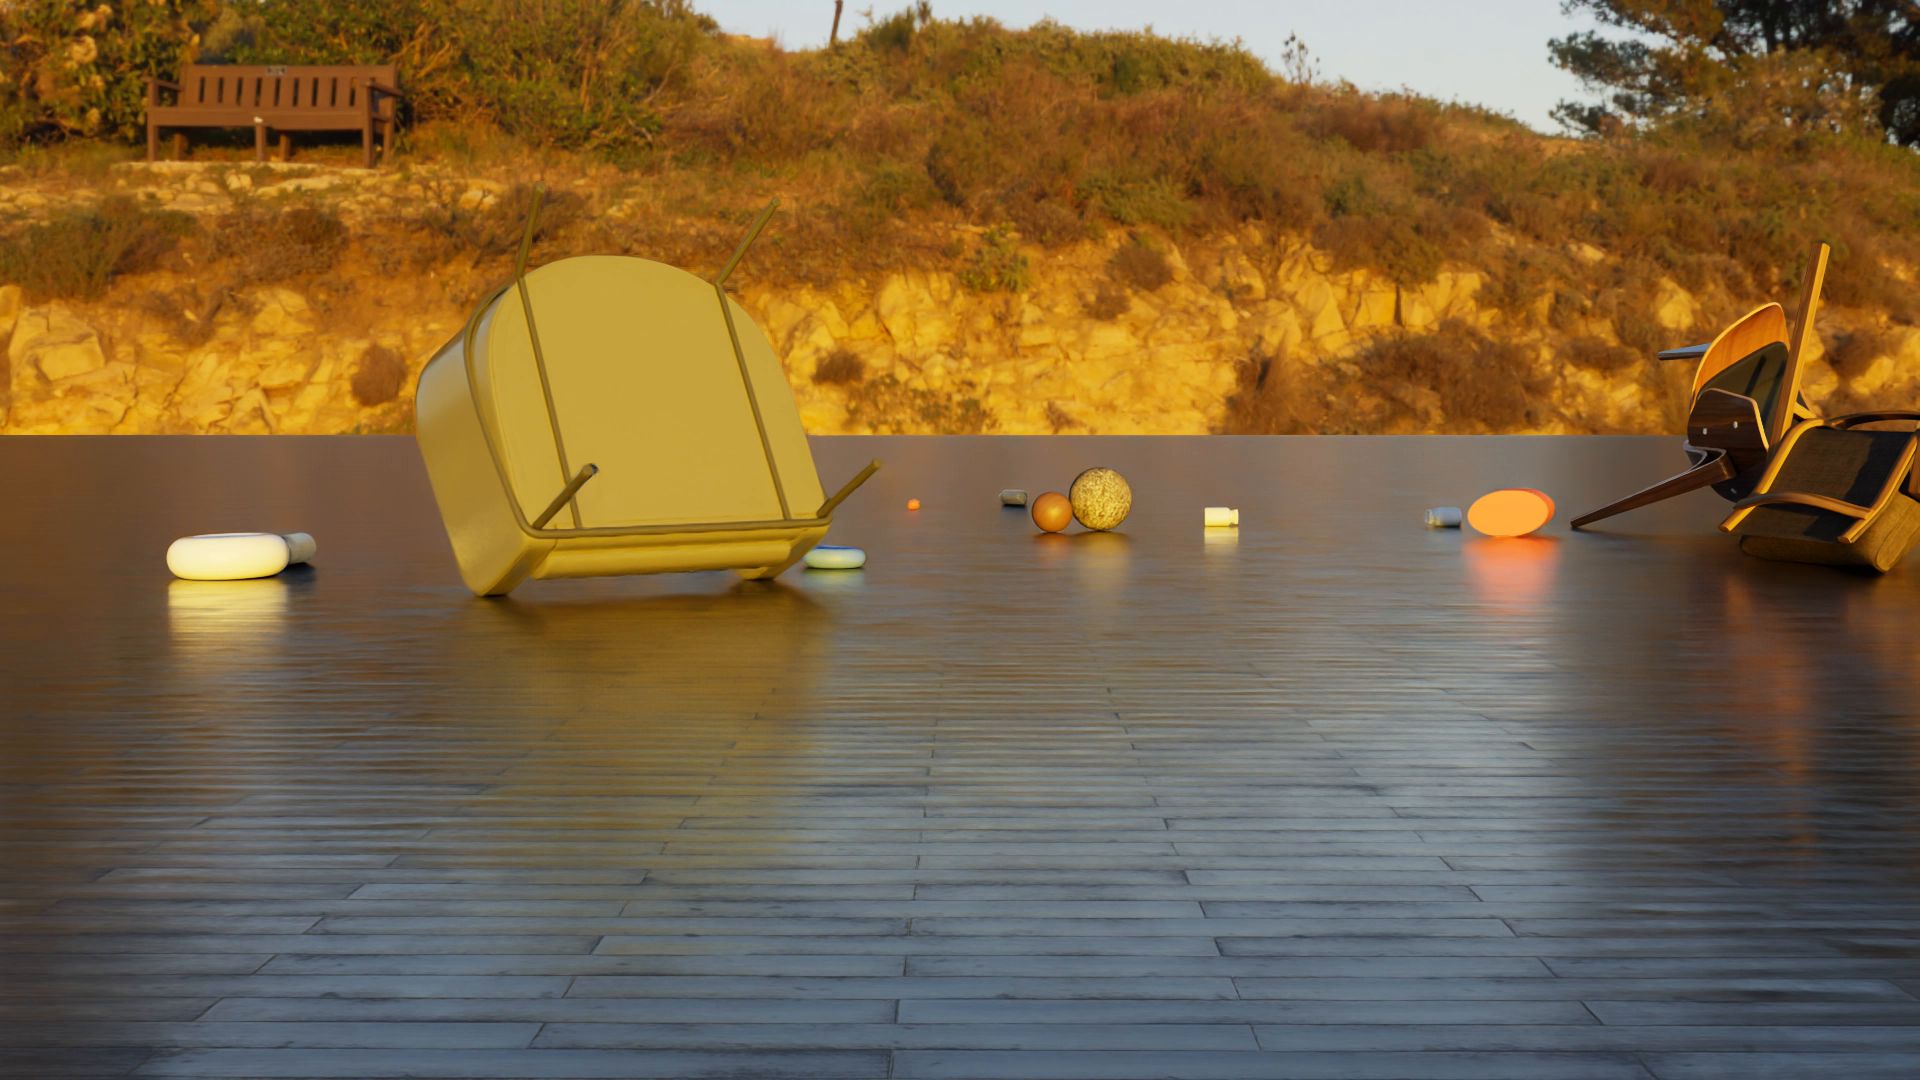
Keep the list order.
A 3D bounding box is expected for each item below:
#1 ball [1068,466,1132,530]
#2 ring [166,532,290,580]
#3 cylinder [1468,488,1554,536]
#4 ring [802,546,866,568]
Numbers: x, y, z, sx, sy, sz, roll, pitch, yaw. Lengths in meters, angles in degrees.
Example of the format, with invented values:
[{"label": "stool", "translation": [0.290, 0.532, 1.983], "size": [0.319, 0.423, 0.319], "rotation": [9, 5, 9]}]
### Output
[{"label": "ball", "translation": [0.445, -0.131, 6.968], "size": [0.203, 0.203, 0.203], "rotation": [0, 4, 0]}, {"label": "ring", "translation": [-1.752, 0.038, 5.269], "size": [0.281, 0.100, 0.286], "rotation": [-5, 5, -42]}, {"label": "cylinder", "translation": [1.695, -0.085, 6.755], "size": [0.239, 0.140, 0.175], "rotation": [-5, 2, 22]}, {"label": "ring", "translation": [-0.318, 0.044, 5.551], "size": [0.165, 0.051, 0.157], "rotation": [3, 4, 33]}]
